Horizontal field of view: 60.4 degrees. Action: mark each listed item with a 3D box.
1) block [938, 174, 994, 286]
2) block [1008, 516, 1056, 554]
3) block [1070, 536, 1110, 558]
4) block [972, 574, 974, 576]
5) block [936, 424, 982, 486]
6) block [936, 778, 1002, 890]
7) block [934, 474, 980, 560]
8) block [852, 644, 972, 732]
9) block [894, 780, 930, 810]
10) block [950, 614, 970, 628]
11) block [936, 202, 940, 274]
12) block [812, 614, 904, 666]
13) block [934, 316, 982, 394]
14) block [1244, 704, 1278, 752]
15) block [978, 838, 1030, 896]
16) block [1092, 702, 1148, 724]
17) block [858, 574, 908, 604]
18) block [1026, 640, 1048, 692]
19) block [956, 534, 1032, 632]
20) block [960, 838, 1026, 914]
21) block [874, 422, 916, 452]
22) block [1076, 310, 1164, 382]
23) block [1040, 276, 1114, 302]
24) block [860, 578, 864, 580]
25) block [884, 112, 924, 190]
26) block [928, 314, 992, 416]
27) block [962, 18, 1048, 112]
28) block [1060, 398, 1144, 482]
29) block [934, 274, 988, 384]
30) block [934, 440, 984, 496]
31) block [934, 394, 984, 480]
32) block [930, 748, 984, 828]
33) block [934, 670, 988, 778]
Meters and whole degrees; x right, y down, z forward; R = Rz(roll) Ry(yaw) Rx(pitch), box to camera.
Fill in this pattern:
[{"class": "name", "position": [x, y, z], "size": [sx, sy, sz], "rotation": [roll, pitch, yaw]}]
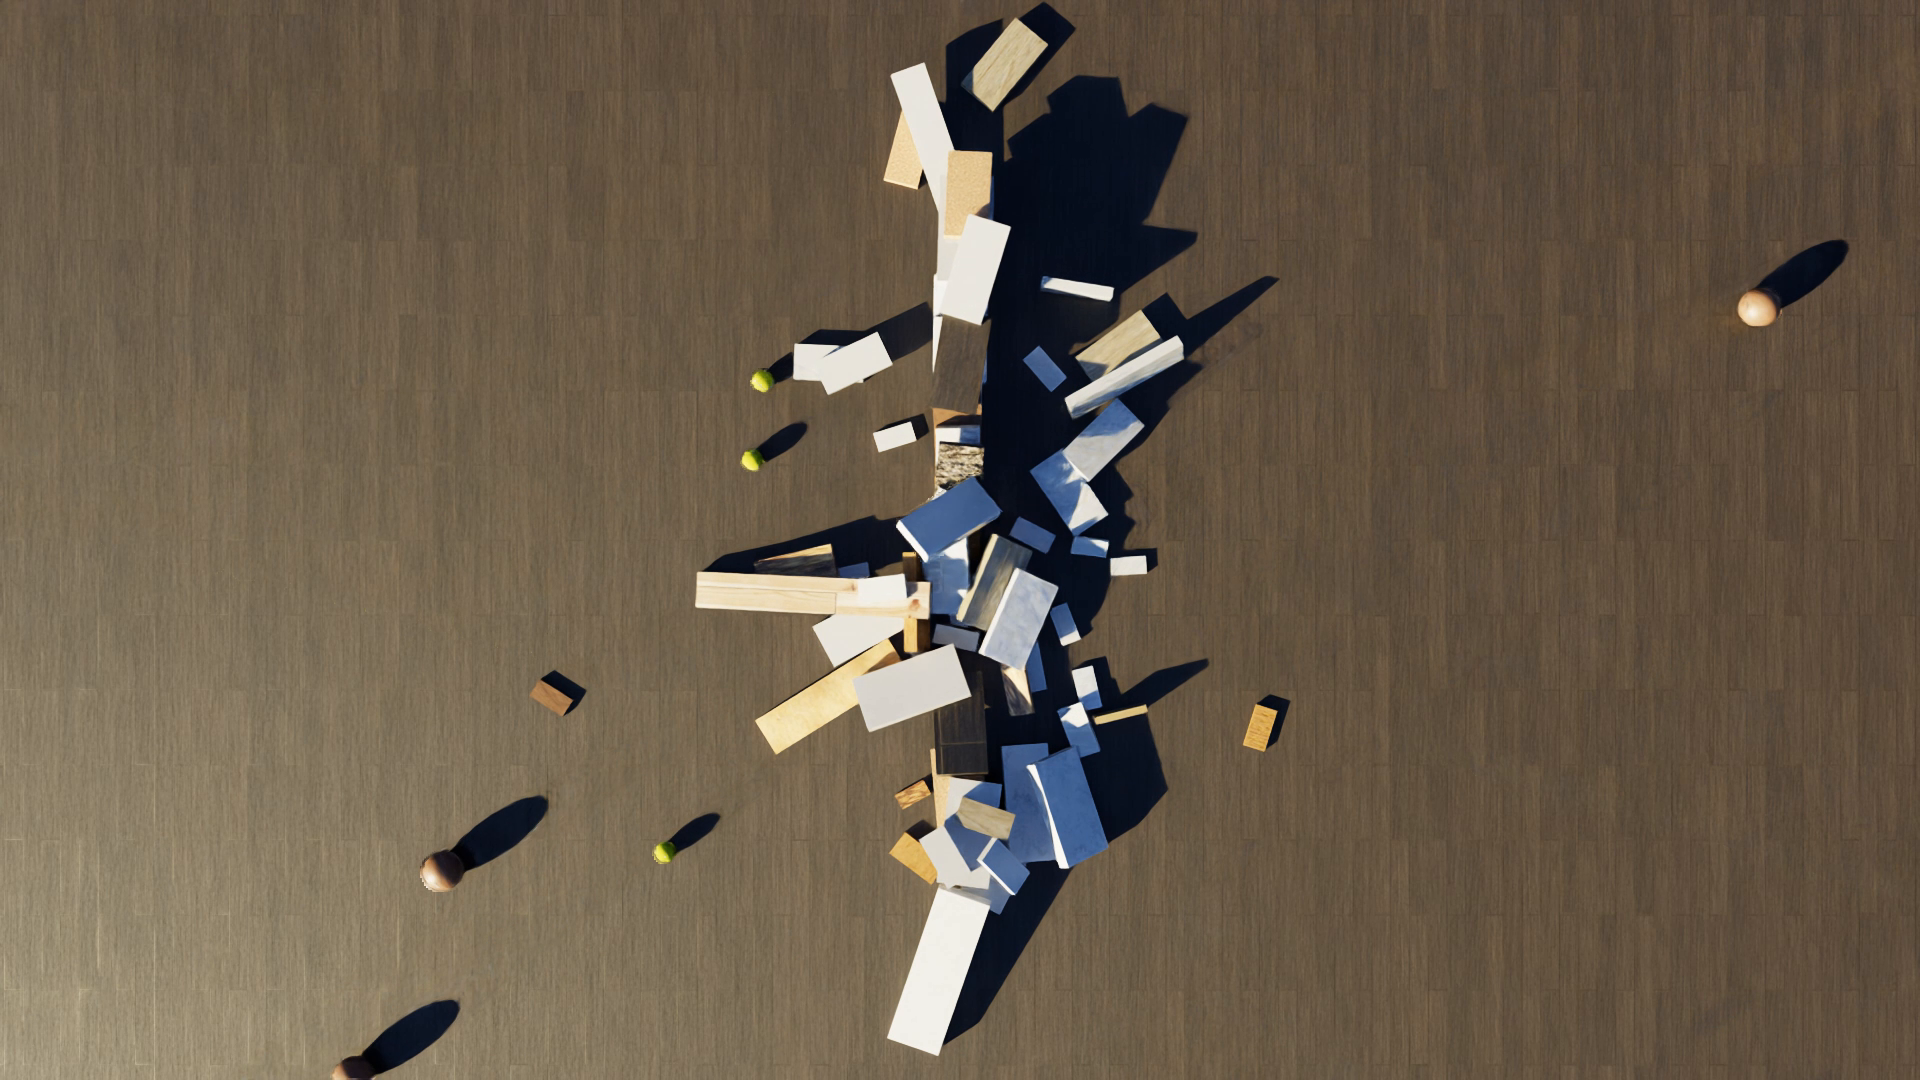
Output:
[{"class": "block", "position": [0.019, -1.006, 5.366], "size": [0.176, 0.050, 0.353], "rotation": [2, 84, 0]}, {"class": "block", "position": [0.241, -0.016, 5.490], "size": [0.140, 0.020, 0.070], "rotation": [27, 90, 0]}, {"class": "block", "position": [0.431, 0.022, 5.472], "size": [0.118, 0.017, 0.059], "rotation": [7, 115, -8]}, {"class": "block", "position": [0.071, 0.178, 5.469], "size": [0.069, 0.020, 0.138], "rotation": [-12, 108, -2]}, {"class": "block", "position": [-0.004, -0.233, 5.423], "size": [0.145, 0.041, 0.290], "rotation": [-1, 109, 0]}, {"class": "block", "position": [0.030, 0.952, 5.366], "size": [0.169, 0.048, 0.338], "rotation": [8, 83, 1]}, {"class": "block", "position": [-0.008, -0.076, 5.433], "size": [0.145, 0.041, 0.290], "rotation": [-1, 109, 0]}, {"class": "block", "position": [-0.159, 0.485, 5.415], "size": [0.354, 0.050, 0.177], "rotation": [-19, 75, 0]}, {"class": "block", "position": [-0.157, 0.847, 5.492], "size": [0.108, 0.015, 0.054], "rotation": [-29, 90, 0]}, {"class": "block", "position": [-0.005, 0.224, 5.472], "size": [0.069, 0.020, 0.138], "rotation": [-10, 102, 7]}, {"class": "block", "position": [0.013, -0.936, 5.451], "size": [0.176, 0.050, 0.353], "rotation": [2, 98, 0]}, {"class": "block", "position": [-0.319, 0.281, 5.479], "size": [0.302, 0.043, 0.151], "rotation": [-29, 90, 0]}, {"class": "block", "position": [-0.006, -0.575, 5.416], "size": [0.158, 0.045, 0.316], "rotation": [0, 103, 0]}, {"class": "block", "position": [0.999, 0.625, 5.490], "size": [0.071, 0.020, 0.142], "rotation": [18, 90, 0]}, {"class": "block", "position": [0.142, 1.057, 5.342], "size": [0.182, 0.026, 0.091], "rotation": [49, 63, -24]}, {"class": "block", "position": [0.529, 0.574, 5.457], "size": [0.174, 0.087, 0.025], "rotation": [-14, 90, 0]}, {"class": "block", "position": [-0.249, 0.158, 5.315], "size": [0.158, 0.022, 0.079], "rotation": [-7, 86, 12]}, {"class": "block", "position": [0.234, 0.423, 5.488], "size": [0.082, 0.023, 0.164], "rotation": [-11, 90, 0]}, {"class": "block", "position": [0.113, 0.146, 5.395], "size": [0.151, 0.043, 0.302], "rotation": [24, 88, -32]}, {"class": "block", "position": [0.134, 1.063, 5.450], "size": [0.153, 0.043, 0.306], "rotation": [29, 79, 0]}, {"class": "block", "position": [-0.217, -0.343, 5.491], "size": [0.131, 0.018, 0.065], "rotation": [-17, 90, 0]}, {"class": "block", "position": [0.529, -0.631, 5.481], "size": [0.267, 0.038, 0.134], "rotation": [-36, 90, 0]}, {"class": "block", "position": [0.384, -0.828, 5.441], "size": [0.235, 0.117, 0.033], "rotation": [9, 92, 0]}, {"class": "block", "position": [-0.352, 0.161, 5.493], "size": [0.098, 0.014, 0.049], "rotation": [-38, 90, 0]}, {"class": "block", "position": [-0.167, -1.296, 5.484], "size": [0.115, 0.033, 0.230], "rotation": [15, 90, 0]}, {"class": "block", "position": [0.000, -0.573, 5.333], "size": [0.158, 0.045, 0.316], "rotation": [9, 89, 1]}, {"class": "block", "position": [0.148, -1.577, 5.480], "size": [0.141, 0.040, 0.282], "rotation": [40, 90, 0]}, {"class": "block", "position": [0.471, -0.332, 5.461], "size": [0.264, 0.037, 0.132], "rotation": [-45, 91, -8]}, {"class": "block", "position": [0.001, -0.697, 5.438], "size": [0.176, 0.050, 0.353], "rotation": [1, 102, 0]}, {"class": "block", "position": [-0.009, -0.171, 5.357], "size": [0.145, 0.041, 0.290], "rotation": [5, 109, -2]}, {"class": "block", "position": [-0.006, -0.352, 5.427], "size": [0.158, 0.045, 0.316], "rotation": [-2, 109, 0]}, {"class": "block", "position": [0.002, 0.850, 5.427], "size": [0.169, 0.048, 0.338], "rotation": [-5, 83, -1]}, {"class": "block", "position": [-0.001, 0.604, 5.424], "size": [0.169, 0.048, 0.338], "rotation": [-3, 72, 0]}]
